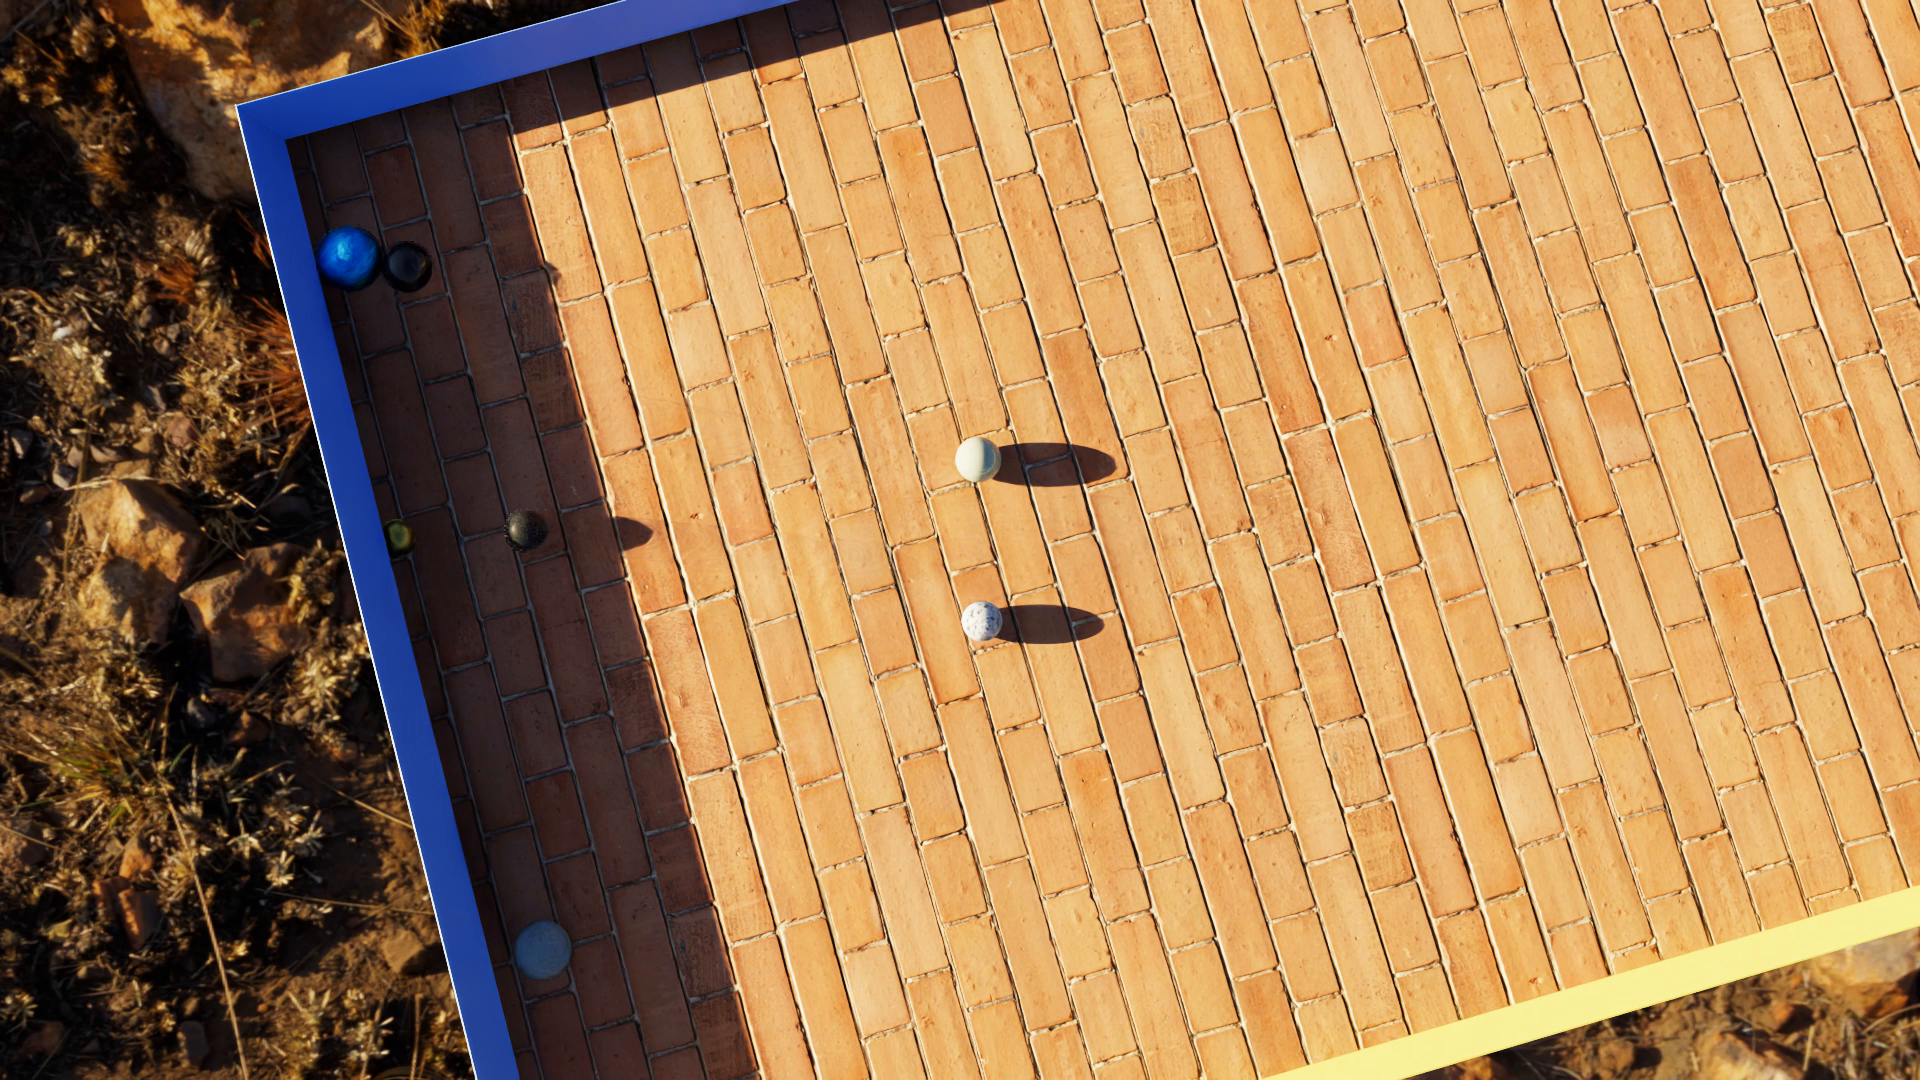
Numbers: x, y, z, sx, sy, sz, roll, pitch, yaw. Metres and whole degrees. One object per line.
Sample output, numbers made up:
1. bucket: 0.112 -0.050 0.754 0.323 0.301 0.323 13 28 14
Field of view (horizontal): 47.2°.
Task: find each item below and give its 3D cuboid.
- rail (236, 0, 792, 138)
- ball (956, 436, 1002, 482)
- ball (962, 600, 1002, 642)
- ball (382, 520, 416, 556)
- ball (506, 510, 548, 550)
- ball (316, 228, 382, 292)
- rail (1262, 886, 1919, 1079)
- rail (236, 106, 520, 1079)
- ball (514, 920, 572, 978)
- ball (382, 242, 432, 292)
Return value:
1. rail: 0.584 -1.085 3.402 3.449 0.125 0.045 -16 82 -2
2. ball: 0.027 -0.120 3.288 0.069 0.069 0.069 0 82 0
3. ball: 0.033 0.120 3.256 0.060 0.060 0.060 0 82 0
4. ball: -0.839 -0.003 3.278 0.054 0.054 0.054 0 82 0
5. ball: -0.645 -0.015 3.276 0.061 0.061 0.061 0 82 0
6. ball: -0.921 -0.423 3.319 0.096 0.096 0.096 0 82 0
7. rail: 1.074 0.607 3.150 3.449 0.125 0.045 -16 82 -2
8. rail: -0.806 0.224 3.207 0.045 0.125 1.828 -16 82 -2
9. ball: -0.603 0.591 3.175 0.083 0.083 0.083 0 82 0
10. ball: -0.837 -0.412 3.329 0.075 0.075 0.075 0 82 0
